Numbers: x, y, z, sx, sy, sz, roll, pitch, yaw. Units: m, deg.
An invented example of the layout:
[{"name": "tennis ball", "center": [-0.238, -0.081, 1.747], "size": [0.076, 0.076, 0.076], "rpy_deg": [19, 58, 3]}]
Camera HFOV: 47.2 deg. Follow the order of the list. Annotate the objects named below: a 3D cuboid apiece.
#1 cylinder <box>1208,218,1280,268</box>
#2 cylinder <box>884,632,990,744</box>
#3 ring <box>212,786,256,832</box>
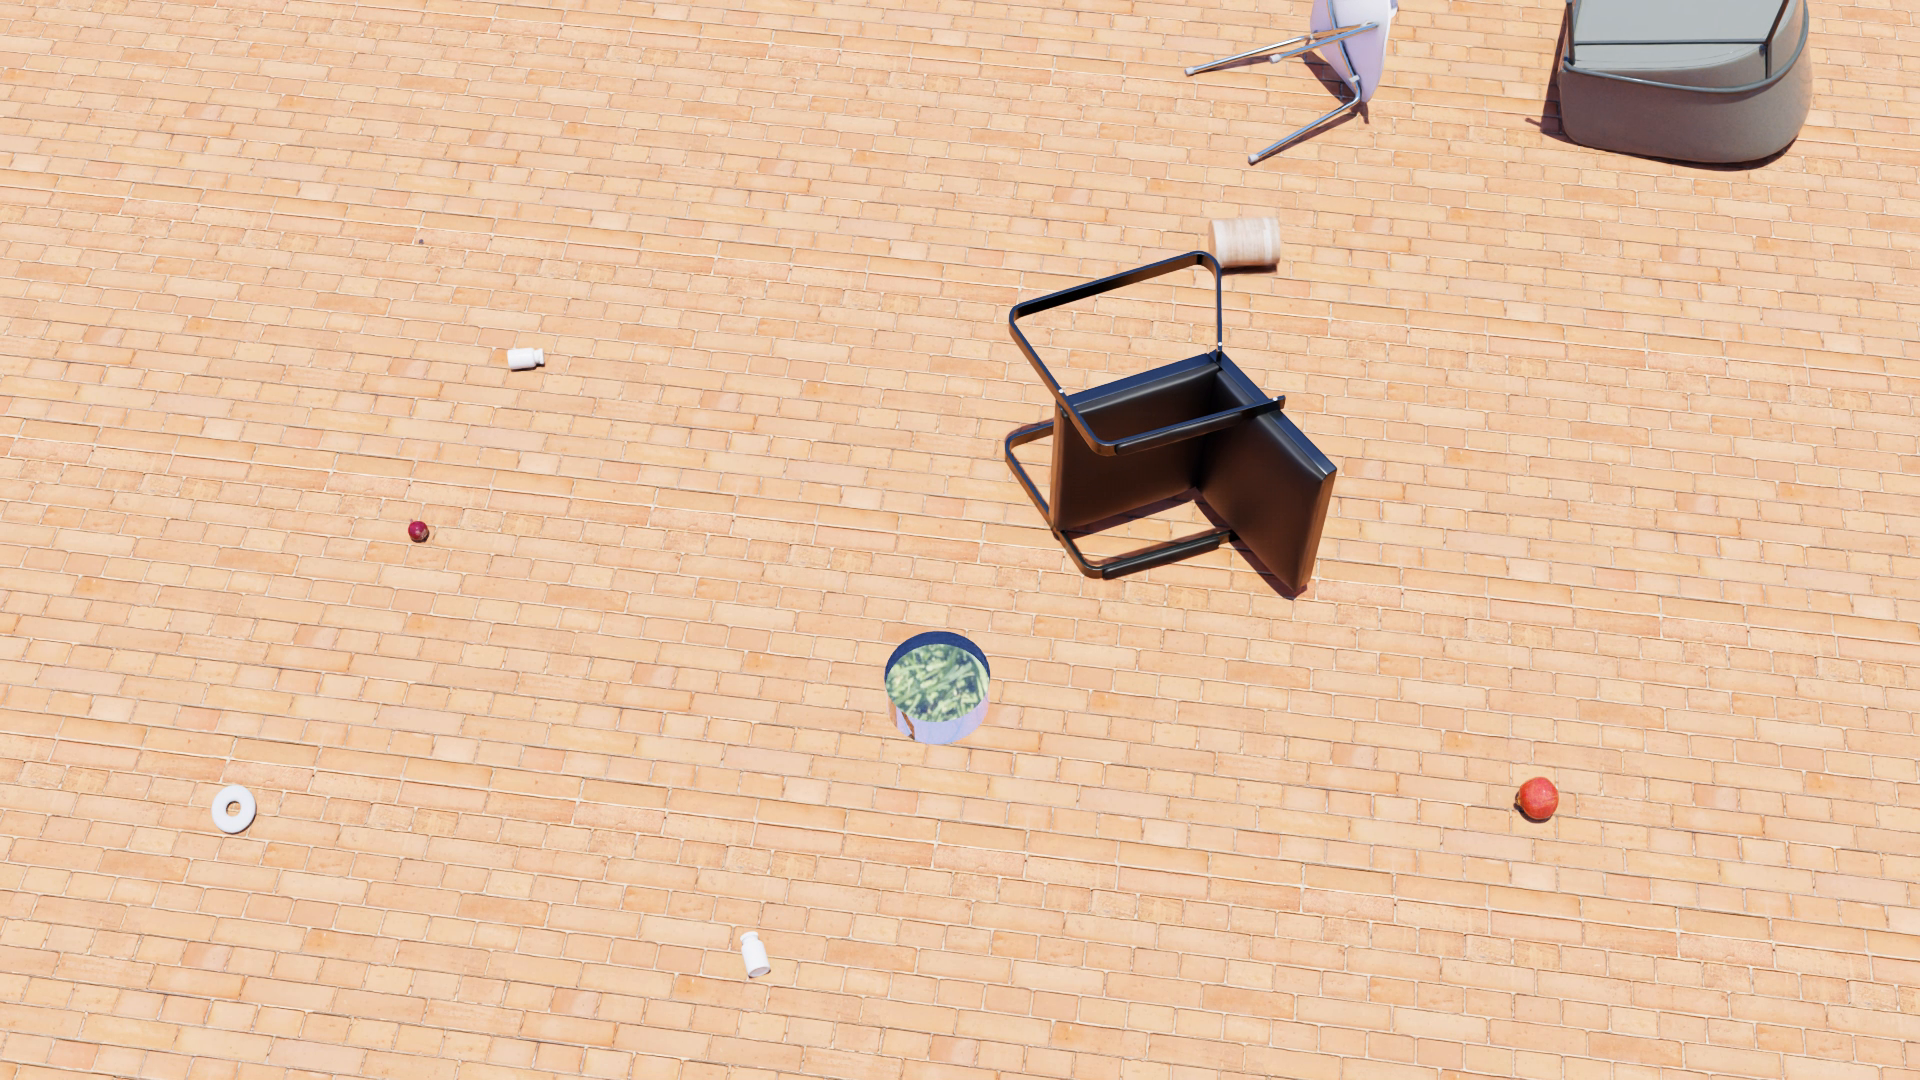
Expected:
[{"name": "cylinder", "center": [0.924, -0.966, 7.145], "size": [0.211, 0.129, 0.168], "rpy_deg": [-3, 60, -2]}, {"name": "cylinder", "center": [-0.064, 0.417, 6.217], "size": [0.300, 0.129, 0.295], "rpy_deg": [-31, 62, -19]}, {"name": "ring", "center": [-2.002, 0.741, 6.060], "size": [0.120, 0.028, 0.149], "rpy_deg": [-15, 57, -9]}]
